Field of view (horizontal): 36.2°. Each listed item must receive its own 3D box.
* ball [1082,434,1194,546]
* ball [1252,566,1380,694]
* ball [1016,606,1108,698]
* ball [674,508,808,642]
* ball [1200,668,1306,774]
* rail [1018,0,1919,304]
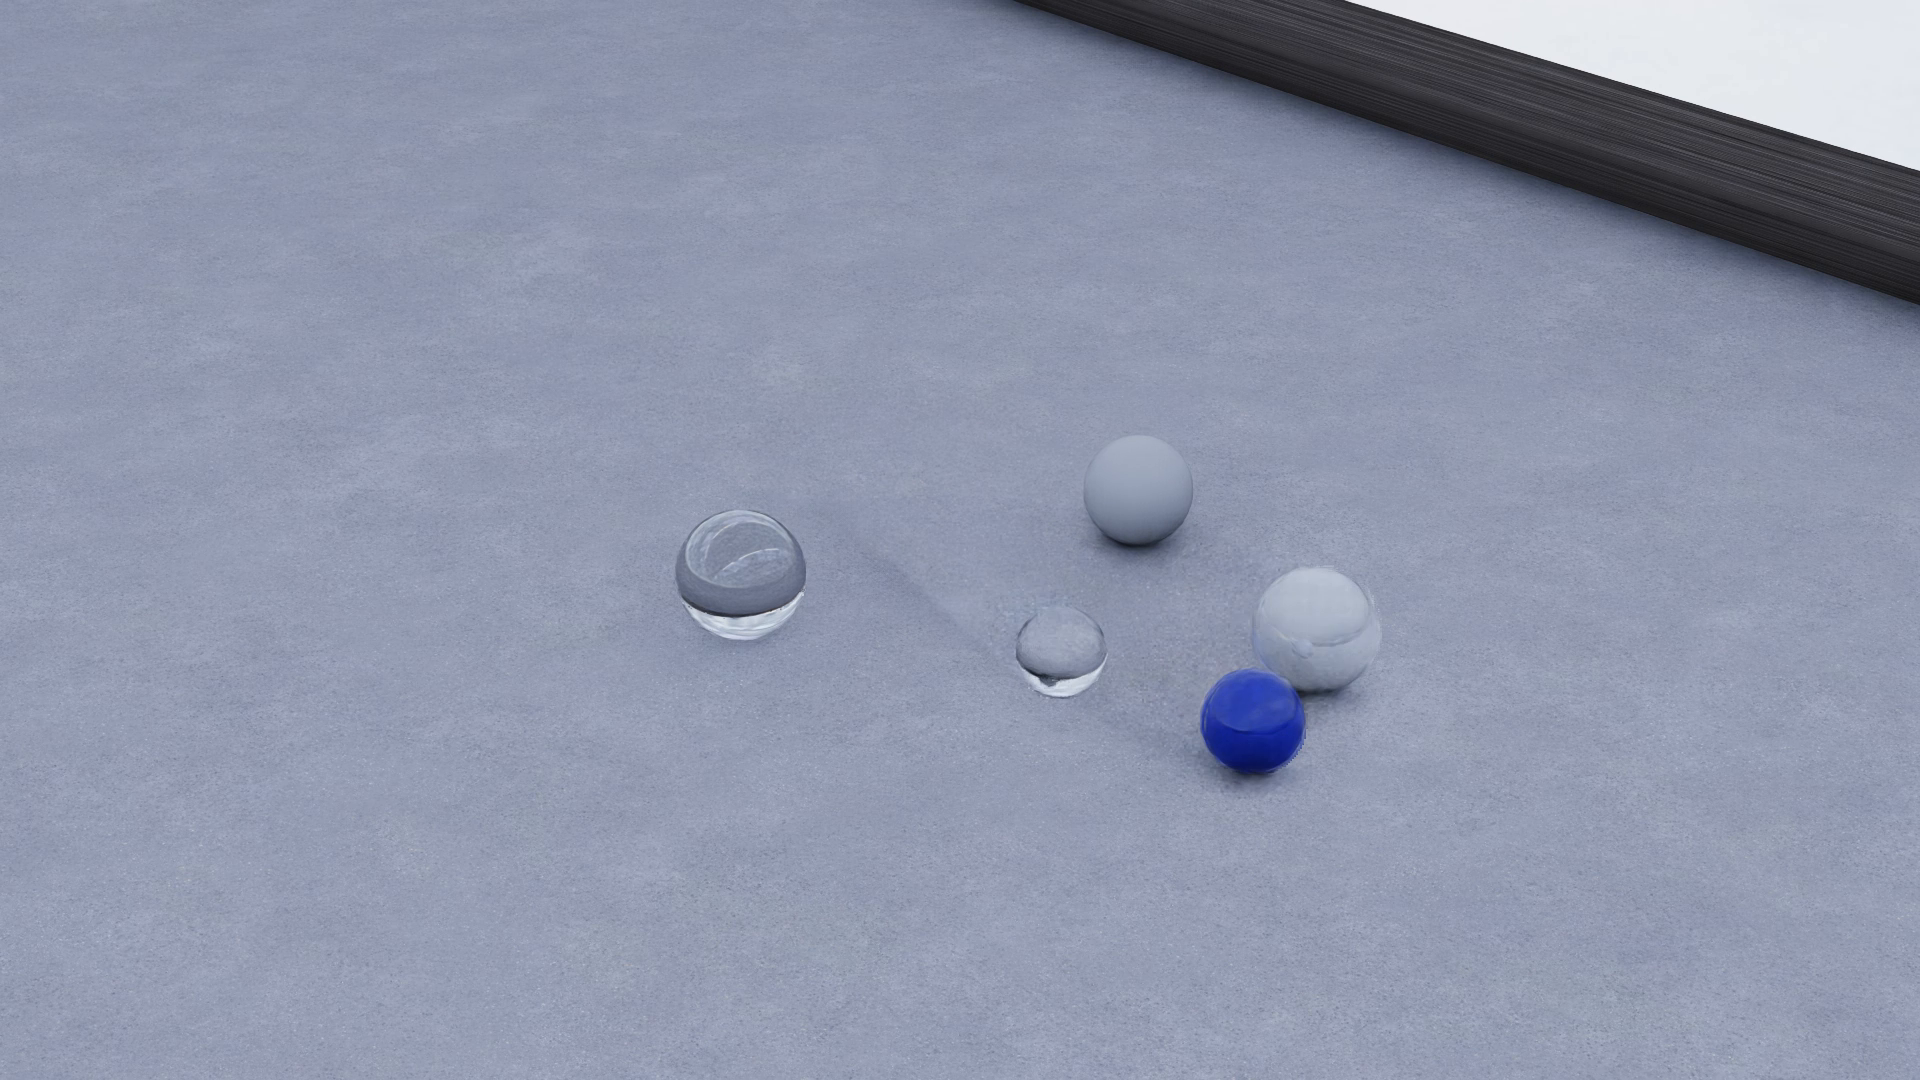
[{"bbox_3d":[0.134,-0.038,2.206,0.083,0.083,0.083,0,25,0],"label":"ball"},{"bbox_3d":[0.241,0.061,1.993,0.087,0.087,0.087,0,25,0],"label":"ball"},{"bbox_3d":[0.069,0.076,1.989,0.062,0.062,0.062,0,25,0],"label":"ball"},{"bbox_3d":[-0.154,0.024,2.062,0.093,0.093,0.093,0,25,0],"label":"ball"},{"bbox_3d":[0.188,0.116,1.895,0.068,0.068,0.068,0,25,0],"label":"ball"},{"bbox_3d":[0.223,-0.622,3.406,0.045,0.121,3.990,-18,30,-33],"label":"rail"}]
